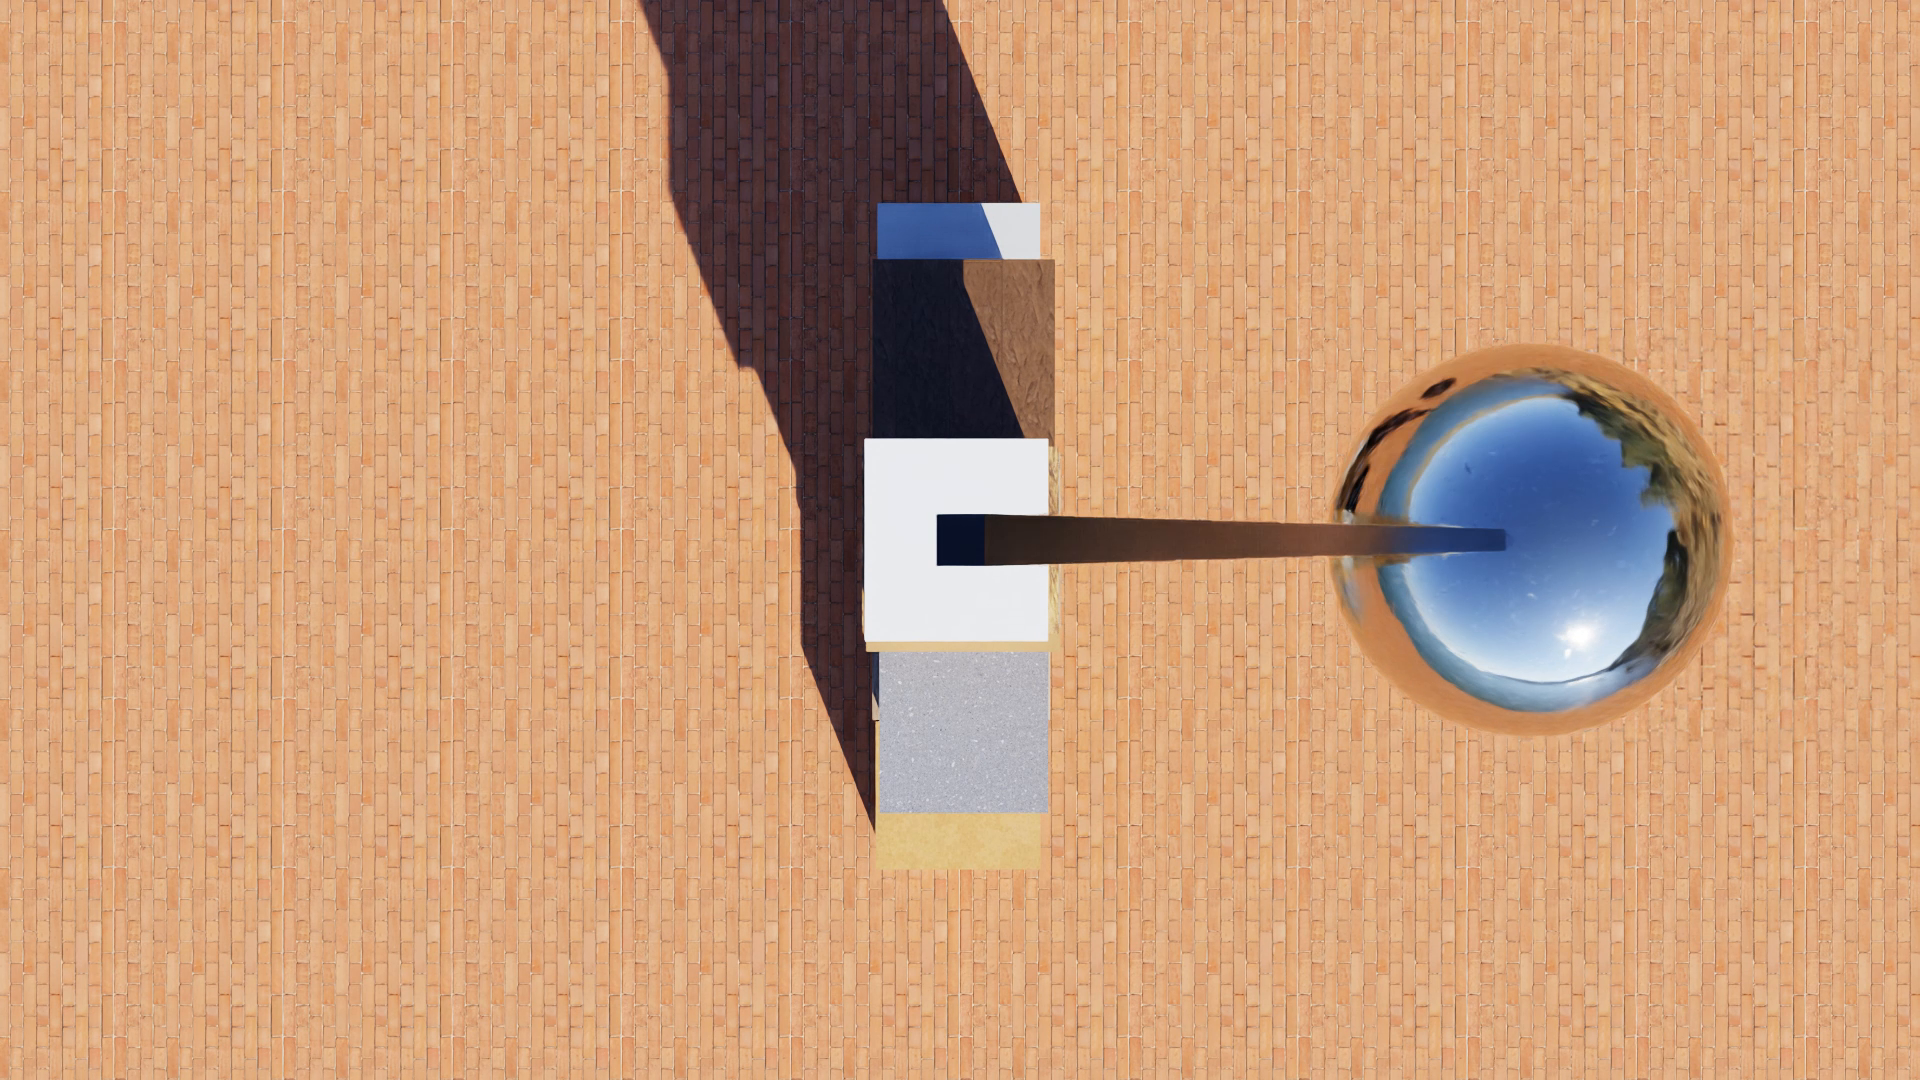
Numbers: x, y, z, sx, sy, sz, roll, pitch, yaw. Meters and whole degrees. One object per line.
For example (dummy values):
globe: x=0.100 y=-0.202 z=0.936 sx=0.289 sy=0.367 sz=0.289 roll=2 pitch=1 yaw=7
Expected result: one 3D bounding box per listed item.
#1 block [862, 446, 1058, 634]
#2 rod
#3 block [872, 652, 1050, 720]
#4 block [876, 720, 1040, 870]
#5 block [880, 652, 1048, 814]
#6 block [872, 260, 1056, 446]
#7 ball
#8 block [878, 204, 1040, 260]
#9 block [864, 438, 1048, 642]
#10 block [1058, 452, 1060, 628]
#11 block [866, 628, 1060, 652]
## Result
block: x=0.001 y=0.000 z=8.611 sx=0.732 sy=0.852 sz=0.696 roll=0 pitch=90 yaw=0
rod: x=0.994 y=0.000 z=5.779 sx=0.080 sy=5.200 sz=0.080 roll=0 pitch=90 yaw=22
block: x=0.007 y=0.538 z=12.588 sx=0.983 sy=0.824 sz=0.917 roll=0 pitch=90 yaw=0
block: x=-0.010 y=1.417 z=12.596 sx=0.915 sy=0.809 sz=0.821 roll=0 pitch=90 yaw=0
block: x=0.019 y=0.936 z=11.088 sx=0.825 sy=0.703 sz=0.795 roll=0 pitch=90 yaw=0
block: x=0.018 y=-0.857 z=10.727 sx=0.859 sy=0.739 sz=0.938 roll=0 pitch=90 yaw=0
ball: x=2.295 y=0.000 z=8.921 sx=1.600 sy=1.600 sz=1.600 roll=0 pitch=90 yaw=0
block: x=-0.006 y=-1.342 z=12.461 sx=0.883 sy=1.077 sz=0.971 roll=0 pitch=90 yaw=0
block: x=-0.011 y=0.000 z=7.236 sx=0.581 sy=0.549 sz=0.641 roll=0 pitch=90 yaw=0
block: x=0.010 y=0.000 z=9.359 sx=0.809 sy=0.645 sz=0.716 roll=0 pitch=90 yaw=0
block: x=0.016 y=0.072 z=10.916 sx=0.920 sy=1.003 sz=0.914 roll=0 pitch=90 yaw=0
